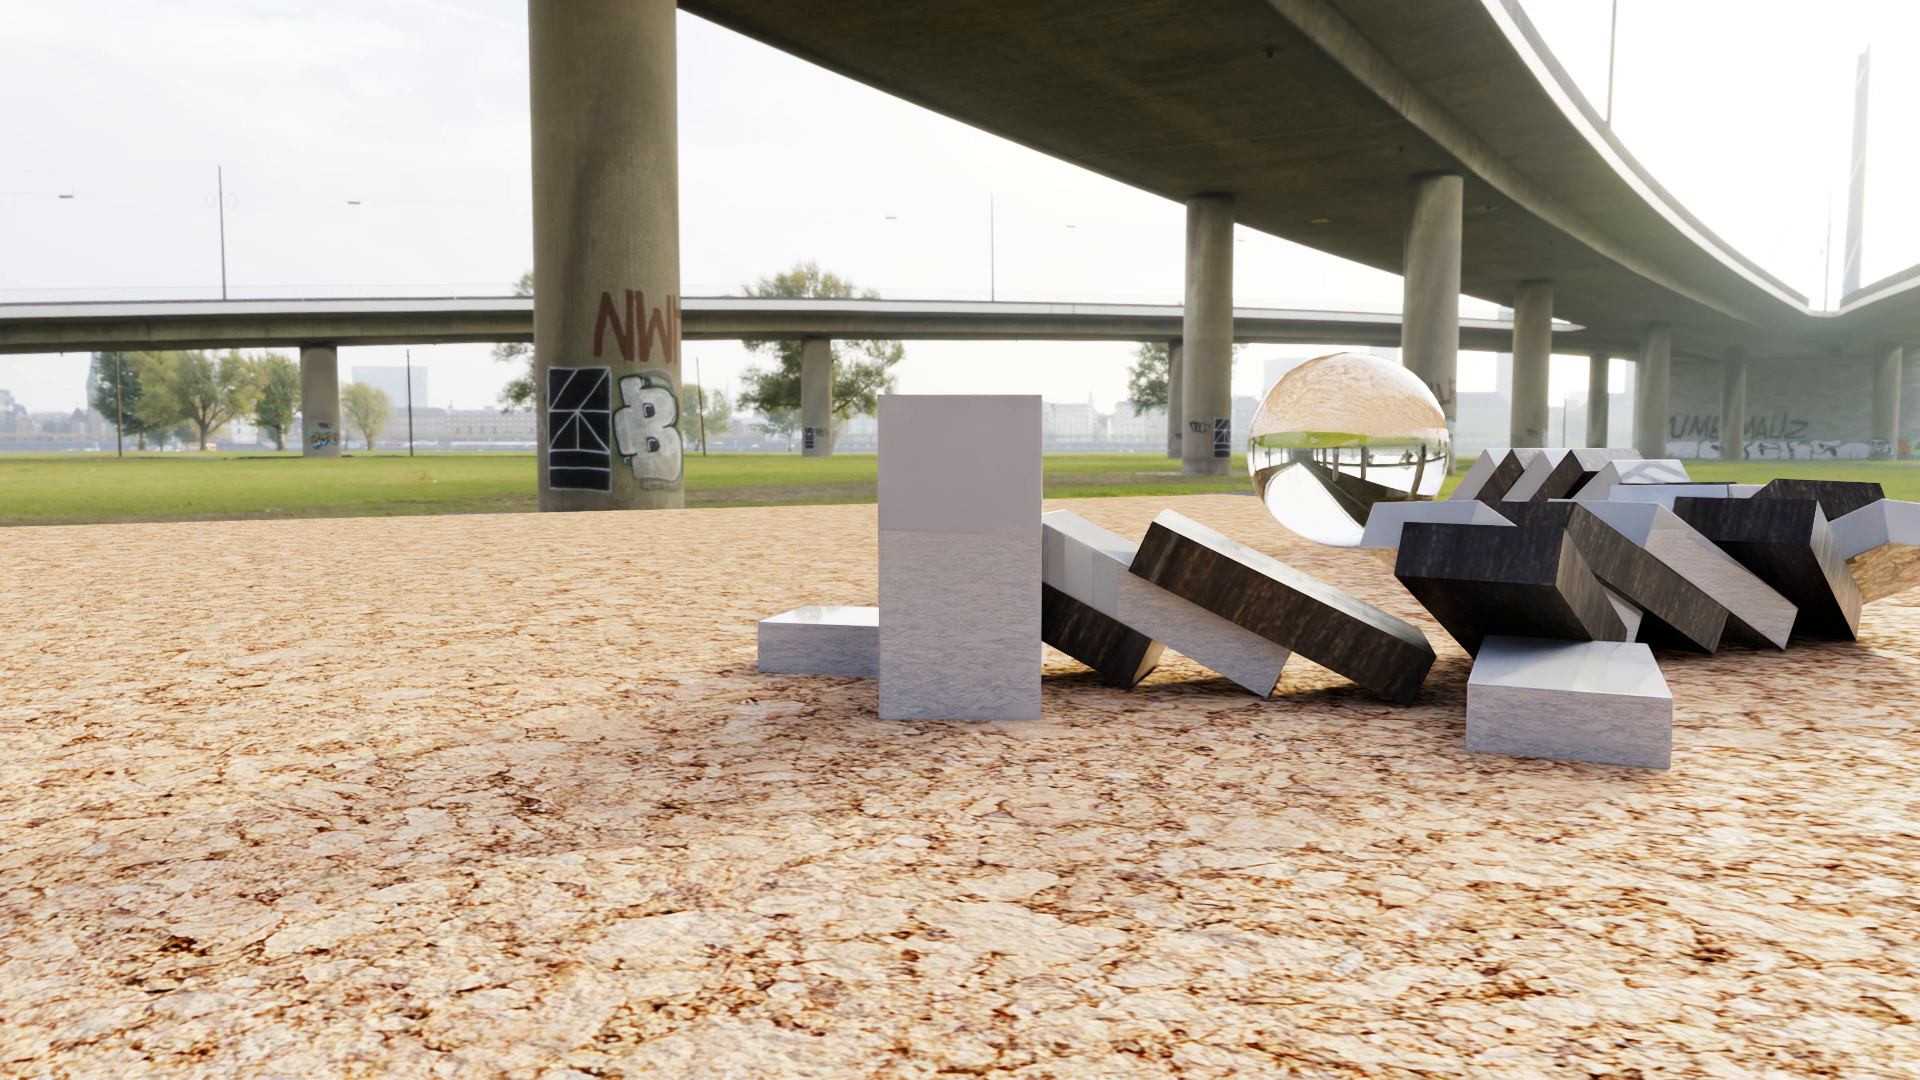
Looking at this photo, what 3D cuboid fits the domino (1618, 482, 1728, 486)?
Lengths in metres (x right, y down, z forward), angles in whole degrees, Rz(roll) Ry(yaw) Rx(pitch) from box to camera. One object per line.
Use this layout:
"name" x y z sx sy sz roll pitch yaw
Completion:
"domino" 0.193 0.000 0.352 0.025 0.010 0.050 2 -24 24

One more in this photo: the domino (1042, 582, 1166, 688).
"domino" 0.014 0.009 0.239 0.050 0.010 0.025 28 12 16

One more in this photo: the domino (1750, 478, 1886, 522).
"domino" 0.193 0.002 0.309 0.025 0.010 0.050 2 -27 -5

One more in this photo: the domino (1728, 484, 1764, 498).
"domino" 0.215 -0.001 0.373 0.025 0.009 0.050 0 -23 -17

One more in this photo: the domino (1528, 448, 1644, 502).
"domino" 0.202 -0.010 0.427 0.025 0.009 0.050 -1 -38 -15

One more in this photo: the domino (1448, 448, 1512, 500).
"domino" 0.192 -0.013 0.467 0.025 0.009 0.050 -1 -38 -15

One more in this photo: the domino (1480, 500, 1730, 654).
"domino" 0.126 0.007 0.256 0.050 0.009 0.025 28 -10 -24

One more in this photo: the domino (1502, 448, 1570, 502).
"domino" 0.199 -0.011 0.441 0.025 0.009 0.050 -1 -38 -15

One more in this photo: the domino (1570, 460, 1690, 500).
"domino" 0.206 -0.007 0.412 0.025 0.010 0.050 -1 -32 -15

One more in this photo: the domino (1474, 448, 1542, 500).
"domino" 0.195 -0.012 0.454 0.025 0.009 0.050 -1 -38 -15

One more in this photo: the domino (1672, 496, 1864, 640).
"domino" 0.171 0.006 0.271 0.025 0.009 0.050 4 -22 46

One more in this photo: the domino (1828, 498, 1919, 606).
"domino" 0.198 0.005 0.286 0.025 0.009 0.050 7 -20 -5

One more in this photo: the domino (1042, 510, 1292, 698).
"domino" 0.036 0.010 0.232 0.050 0.010 0.025 27 12 15

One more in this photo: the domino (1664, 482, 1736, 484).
"domino" 0.211 -0.003 0.394 0.025 0.010 0.050 -1 -23 -15

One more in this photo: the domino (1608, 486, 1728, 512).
"domino" 0.182 0.001 0.334 0.025 0.009 0.050 1 -24 23

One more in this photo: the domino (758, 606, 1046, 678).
"domino" -0.010 0.019 0.245 0.050 0.010 0.025 1 4 15

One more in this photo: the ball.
"ball" 0.159 -0.037 0.528 0.080 0.080 0.080 0 4 0

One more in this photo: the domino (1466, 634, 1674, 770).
"domino" 0.092 0.023 0.195 0.025 0.009 0.050 2 5 25

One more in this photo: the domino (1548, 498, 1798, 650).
"domino" 0.146 0.007 0.265 0.050 0.010 0.025 28 -9 -25

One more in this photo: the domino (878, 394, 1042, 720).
"domino" 0.000 0.002 0.201 0.025 0.050 0.009 0 4 0

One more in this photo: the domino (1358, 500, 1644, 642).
"domino" 0.105 0.008 0.248 0.050 0.009 0.025 28 -12 -25

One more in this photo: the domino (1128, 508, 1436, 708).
"domino" 0.055 0.011 0.222 0.050 0.009 0.025 26 12 10

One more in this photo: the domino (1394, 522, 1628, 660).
"domino" 0.097 0.011 0.223 0.025 0.009 0.050 4 -19 39
